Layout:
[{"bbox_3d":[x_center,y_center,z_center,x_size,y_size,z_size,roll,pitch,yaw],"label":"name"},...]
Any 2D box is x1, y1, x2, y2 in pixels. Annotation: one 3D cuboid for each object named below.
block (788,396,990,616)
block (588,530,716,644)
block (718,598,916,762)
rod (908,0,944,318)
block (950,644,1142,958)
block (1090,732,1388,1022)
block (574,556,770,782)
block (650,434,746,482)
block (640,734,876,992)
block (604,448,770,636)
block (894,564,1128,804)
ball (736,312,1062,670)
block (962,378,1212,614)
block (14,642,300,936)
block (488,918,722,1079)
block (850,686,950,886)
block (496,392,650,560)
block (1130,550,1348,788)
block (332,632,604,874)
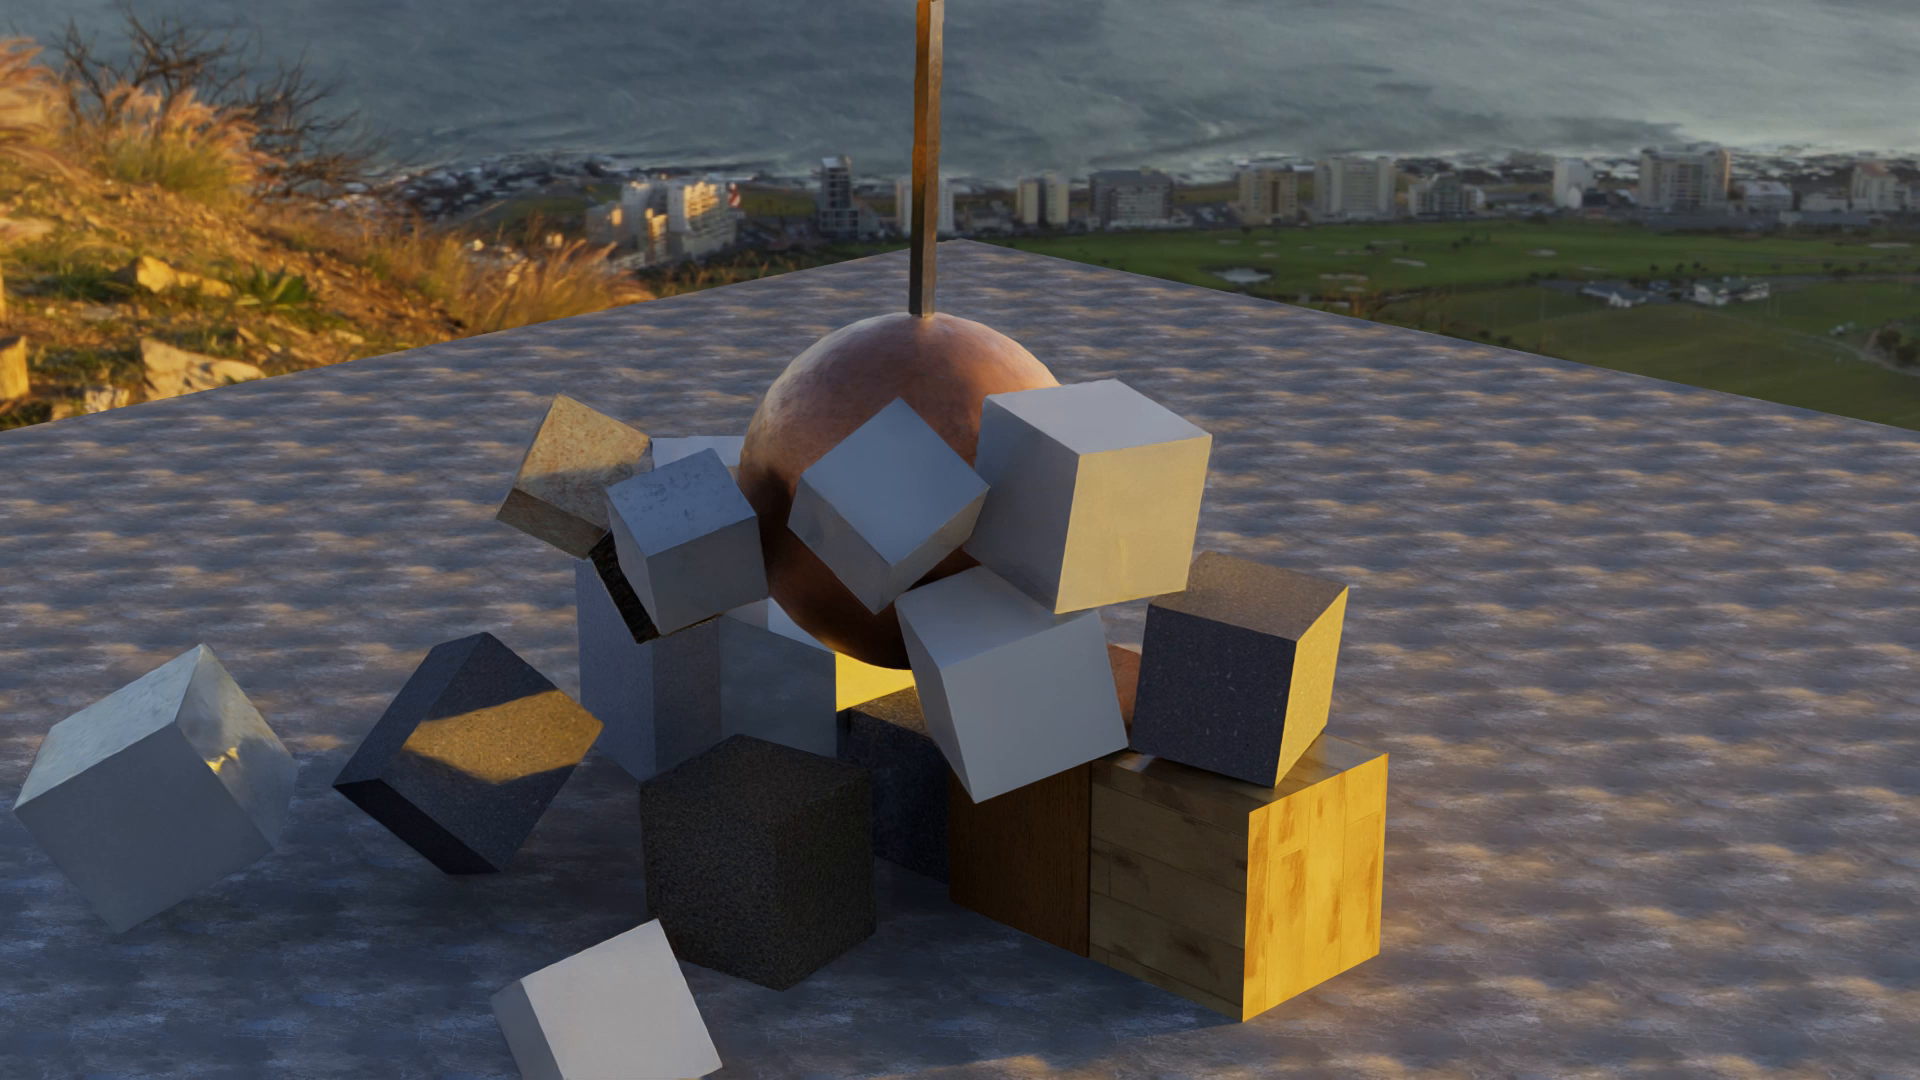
[{"bbox_3d":[-0.296,-0.137,11.911,0.550,0.480,0.530,-40,77,-24],"label":"block"},{"bbox_3d":[-1.335,0.104,13.792,0.470,0.502,0.503,-19,-15,-46],"label":"block"},{"bbox_3d":[-0.556,0.808,14.157,0.863,0.970,0.827,-17,24,-42],"label":"block"},{"bbox_3d":[-0.084,-3.490,12.156,0.080,5.200,0.080,17,21,42],"label":"rod"},{"bbox_3d":[0.585,1.130,13.070,0.954,1.007,0.835,-17,24,-42],"label":"block"},{"bbox_3d":[1.183,1.349,12.500,0.917,0.931,0.854,-17,24,-42],"label":"block"},{"bbox_3d":[-1.303,0.586,14.831,0.960,0.990,0.921,-10,20,-29],"label":"block"},{"bbox_3d":[-1.242,-0.144,14.482,0.531,0.612,0.550,-2,18,-7],"label":"block"},{"bbox_3d":[-0.864,1.376,12.627,0.732,0.777,0.662,12,23,33],"label":"block"},{"bbox_3d":[-1.172,0.005,12.583,0.506,0.480,0.477,-22,48,-16],"label":"block"},{"bbox_3d":[0.210,0.548,12.270,0.693,0.677,0.662,-20,30,-10],"label":"block"},{"bbox_3d":[-0.195,-0.217,13.070,1.600,1.600,1.600,0,17,0],"label":"ball"},{"bbox_3d":[0.517,-0.191,12.070,0.684,0.695,0.650,-9,29,-35],"label":"block"},{"bbox_3d":[-3.435,1.064,12.605,0.810,0.720,0.725,-28,23,9],"label":"block"},{"bbox_3d":[-1.333,1.840,10.972,0.563,0.597,0.582,-22,-7,-25],"label":"block"},{"bbox_3d":[0.025,1.107,13.671,0.752,0.691,0.758,-17,24,-42],"label":"block"},{"bbox_3d":[-1.906,-0.305,14.402,0.491,0.530,0.585,26,-21,-10],"label":"block"},{"bbox_3d":[1.176,0.529,12.324,0.639,0.656,0.751,14,22,20],"label":"block"},{"bbox_3d":[-2.213,0.969,13.168,0.806,0.684,0.759,-56,19,-22],"label":"block"}]
